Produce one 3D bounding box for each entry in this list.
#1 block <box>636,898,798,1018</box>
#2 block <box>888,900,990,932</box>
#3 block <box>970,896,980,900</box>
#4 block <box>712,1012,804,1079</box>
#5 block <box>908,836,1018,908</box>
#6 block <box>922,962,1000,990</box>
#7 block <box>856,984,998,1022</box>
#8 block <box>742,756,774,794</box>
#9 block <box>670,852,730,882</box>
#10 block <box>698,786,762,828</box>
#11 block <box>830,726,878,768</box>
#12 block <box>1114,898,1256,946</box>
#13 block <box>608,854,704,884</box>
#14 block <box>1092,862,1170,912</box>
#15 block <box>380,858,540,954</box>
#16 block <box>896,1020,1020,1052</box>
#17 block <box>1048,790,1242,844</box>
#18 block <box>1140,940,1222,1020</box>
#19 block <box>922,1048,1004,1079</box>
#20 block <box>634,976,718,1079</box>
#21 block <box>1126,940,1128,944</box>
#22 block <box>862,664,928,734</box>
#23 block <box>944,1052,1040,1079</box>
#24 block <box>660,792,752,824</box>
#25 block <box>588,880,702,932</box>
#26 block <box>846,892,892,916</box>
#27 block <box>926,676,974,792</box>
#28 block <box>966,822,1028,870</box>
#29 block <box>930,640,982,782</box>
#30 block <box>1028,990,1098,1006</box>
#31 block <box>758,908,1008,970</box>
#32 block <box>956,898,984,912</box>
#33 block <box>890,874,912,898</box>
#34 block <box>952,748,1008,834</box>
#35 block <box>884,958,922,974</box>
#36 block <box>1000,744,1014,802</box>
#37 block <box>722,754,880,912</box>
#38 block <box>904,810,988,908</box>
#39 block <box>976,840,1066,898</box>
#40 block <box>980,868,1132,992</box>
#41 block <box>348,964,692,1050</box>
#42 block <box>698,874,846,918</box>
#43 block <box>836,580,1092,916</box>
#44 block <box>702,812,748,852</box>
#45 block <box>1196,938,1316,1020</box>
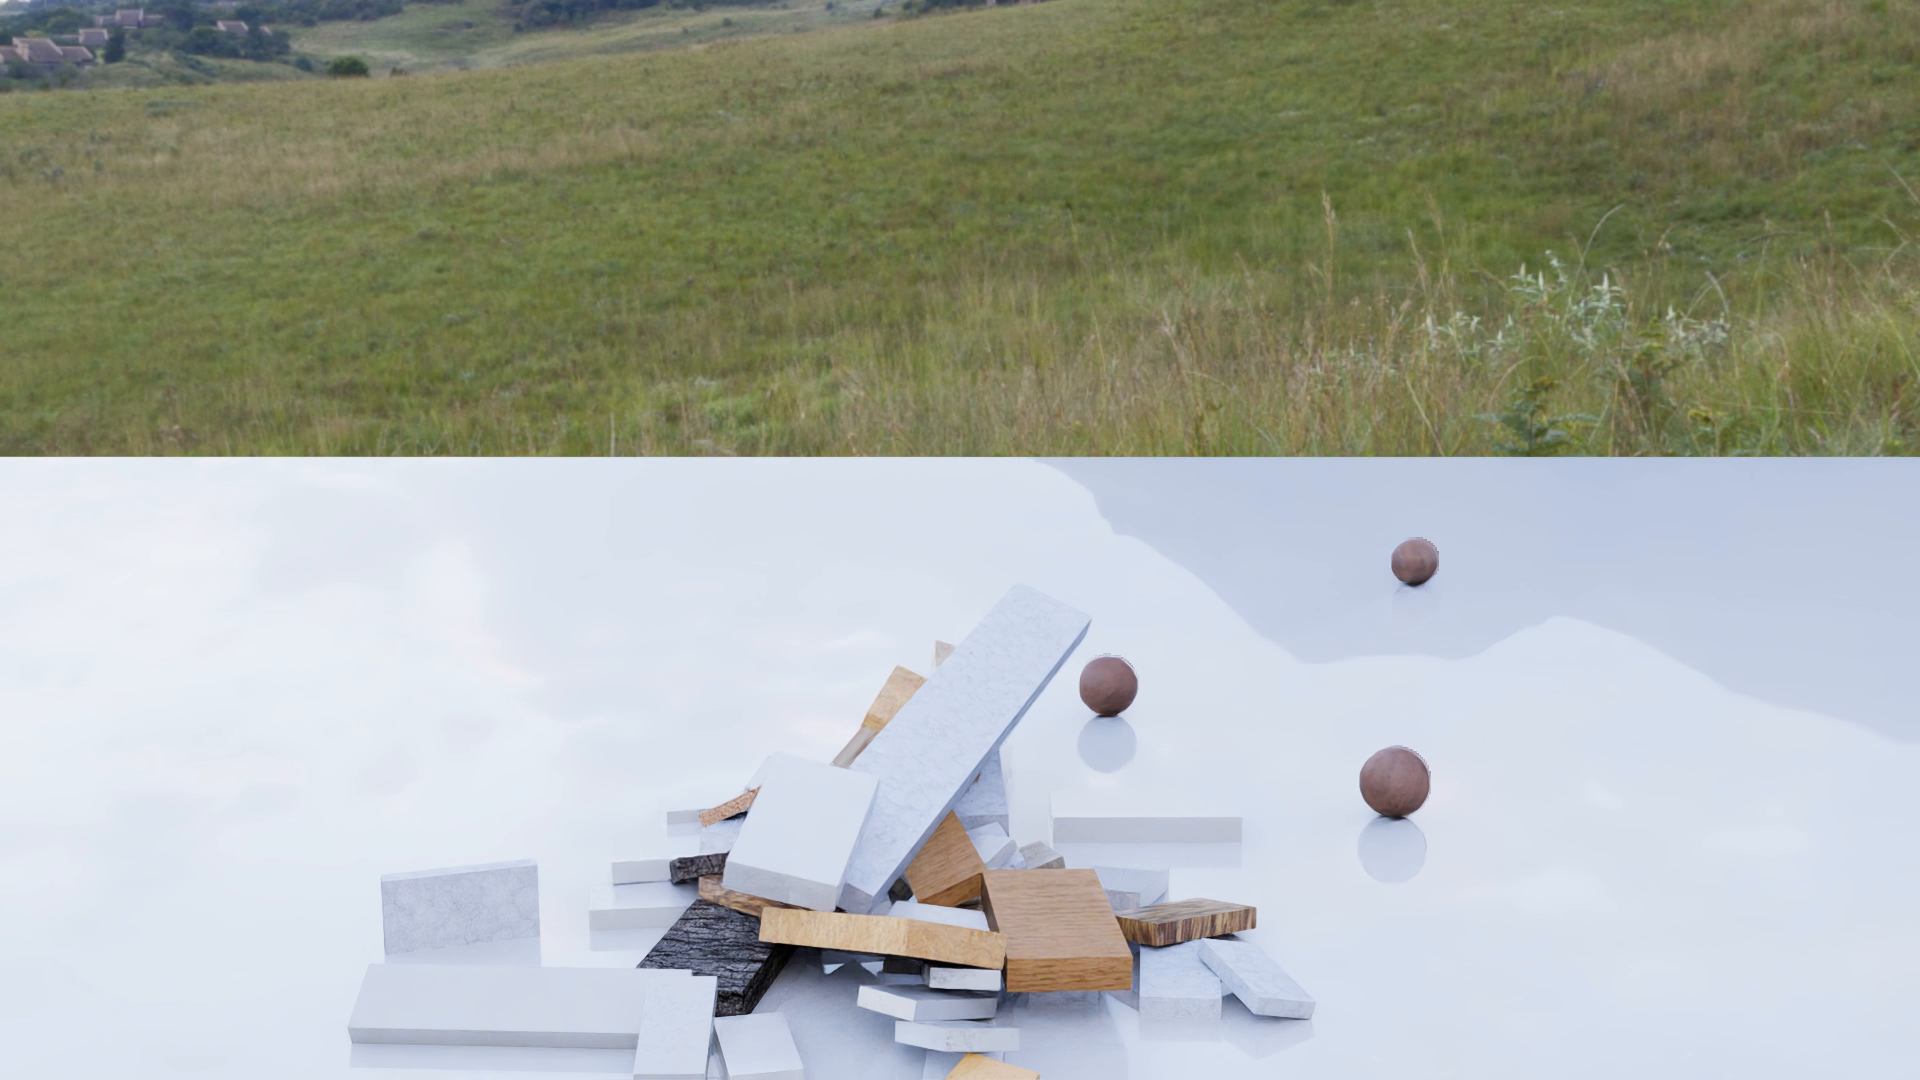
[{"bbox_3d":[-0.364,0.630,3.313,0.178,0.050,0.356,2,11,10],"label":"block"},{"bbox_3d":[-0.017,0.603,3.382,0.202,0.029,0.101,4,20,16],"label":"block"},{"bbox_3d":[0.101,0.595,3.582,0.154,0.022,0.077,-5,12,-24],"label":"block"},{"bbox_3d":[-0.277,0.699,3.003,0.099,0.028,0.198,-2,11,-13],"label":"block"},{"bbox_3d":[-0.005,0.553,3.566,0.077,0.022,0.229,-4,25,45],"label":"block"},{"bbox_3d":[0.000,0.631,3.185,0.099,0.028,0.198,3,-8,-4],"label":"block"},{"bbox_3d":[-0.044,0.652,3.102,0.099,0.028,0.198,7,-4,36],"label":"block"},{"bbox_3d":[-0.339,0.467,4.150,0.105,0.030,0.210,22,12,3],"label":"block"},{"bbox_3d":[-0.349,0.525,3.594,0.237,0.034,0.118,-5,-9,-15],"label":"block"},{"bbox_3d":[-0.388,0.473,3.992,0.175,0.025,0.087,-24,-3,-7],"label":"block"},{"bbox_3d":[-0.192,0.401,4.198,0.030,0.210,0.105,40,4,-11],"label":"block"},{"bbox_3d":[0.343,0.594,3.433,0.234,0.033,0.117,1,1,-43],"label":"block"},{"bbox_3d":[-0.463,0.549,3.693,0.246,0.035,0.123,-2,-6,-12],"label":"block"},{"bbox_3d":[0.260,0.567,3.597,0.121,0.034,0.241,3,2,16],"label":"block"},{"bbox_3d":[-0.780,0.572,3.440,0.237,0.118,0.034,-4,11,-19],"label":"block"},{"bbox_3d":[-0.006,0.664,2.947,0.103,0.029,0.206,5,-10,-19],"label":"block"},{"bbox_3d":[0.335,0.502,4.009,0.338,0.048,0.169,0,11,0],"label":"block"},{"bbox_3d":[0.325,0.649,3.261,0.117,0.033,0.234,1,11,5],"label":"block"},{"bbox_3d":[0.003,0.719,2.892,0.103,0.029,0.206,1,11,3],"label":"block"},{"bbox_3d":[-0.386,0.669,2.996,0.095,0.027,0.190,0,30,-1],"label":"block"},{"bbox_3d":[0.153,0.613,3.467,0.202,0.029,0.101,-3,11,-14],"label":"block"},{"bbox_3d":[-0.100,0.304,4.007,0.105,0.030,0.210,26,25,3],"label":"block"},{"bbox_3d":[0.009,0.722,2.755,0.103,0.029,0.206,11,25,26],"label":"block"},{"bbox_3d":[-0.465,0.498,4.096,0.175,0.025,0.087,-3,11,-16],"label":"block"},{"bbox_3d":[-0.475,0.591,3.569,0.246,0.035,0.123,-1,11,-7],"label":"block"},{"bbox_3d":[-0.177,0.592,3.563,0.121,0.034,0.241,-2,11,-9],"label":"block"},{"bbox_3d":[-0.023,0.358,4.116,0.179,0.051,0.357,5,22,15],"label":"block"},{"bbox_3d":[0.045,0.528,3.682,0.092,0.026,0.184,-16,16,-10],"label":"block"},{"bbox_3d":[-0.009,0.307,4.012,0.087,0.025,0.414,16,26,-8],"label":"block"},{"bbox_3d":[0.156,0.645,3.297,0.101,0.029,0.202,1,11,3],"label":"block"},{"bbox_3d":[-0.117,0.579,3.205,0.178,0.050,0.356,17,-15,-37],"label":"block"},{"bbox_3d":[0.046,0.585,3.494,0.118,0.017,0.059,-12,7,16],"label":"block"},{"bbox_3d":[-0.128,0.547,3.705,0.022,0.077,0.154,-44,16,-2],"label":"block"},{"bbox_3d":[-0.012,0.443,4.036,0.179,0.051,0.357,-2,21,-2],"label":"block"},{"bbox_3d":[-0.079,0.636,3.375,0.059,0.017,0.118,1,11,7],"label":"block"},{"bbox_3d":[0.005,0.463,4.216,0.179,0.051,0.357,1,11,4],"label":"block"},{"bbox_3d":[-0.239,0.444,3.368,0.169,0.048,0.338,13,23,4],"label":"block"},{"bbox_3d":[-0.047,0.510,3.656,0.121,0.034,0.431,-25,16,-5],"label":"block"},{"bbox_3d":[0.074,0.556,3.657,0.184,0.026,0.092,-19,17,-19],"label":"block"},{"bbox_3d":[0.139,0.578,3.284,0.178,0.050,0.363,0,11,-5],"label":"block"},{"bbox_3d":[-0.614,0.655,3.092,0.464,0.033,0.117,1,37,3],"label":"block"},{"bbox_3d":[-0.296,0.559,3.451,0.118,0.034,0.237,0,2,-39],"label":"block"},{"bbox_3d":[-0.015,0.330,3.876,0.169,0.048,1.184,26,26,10],"label":"block"},{"bbox_3d":[-0.321,0.532,3.887,0.247,0.035,0.123,6,12,30],"label":"block"},{"bbox_3d":[0.431,0.640,3.215,0.095,0.027,0.190,10,12,-23],"label":"block"}]
